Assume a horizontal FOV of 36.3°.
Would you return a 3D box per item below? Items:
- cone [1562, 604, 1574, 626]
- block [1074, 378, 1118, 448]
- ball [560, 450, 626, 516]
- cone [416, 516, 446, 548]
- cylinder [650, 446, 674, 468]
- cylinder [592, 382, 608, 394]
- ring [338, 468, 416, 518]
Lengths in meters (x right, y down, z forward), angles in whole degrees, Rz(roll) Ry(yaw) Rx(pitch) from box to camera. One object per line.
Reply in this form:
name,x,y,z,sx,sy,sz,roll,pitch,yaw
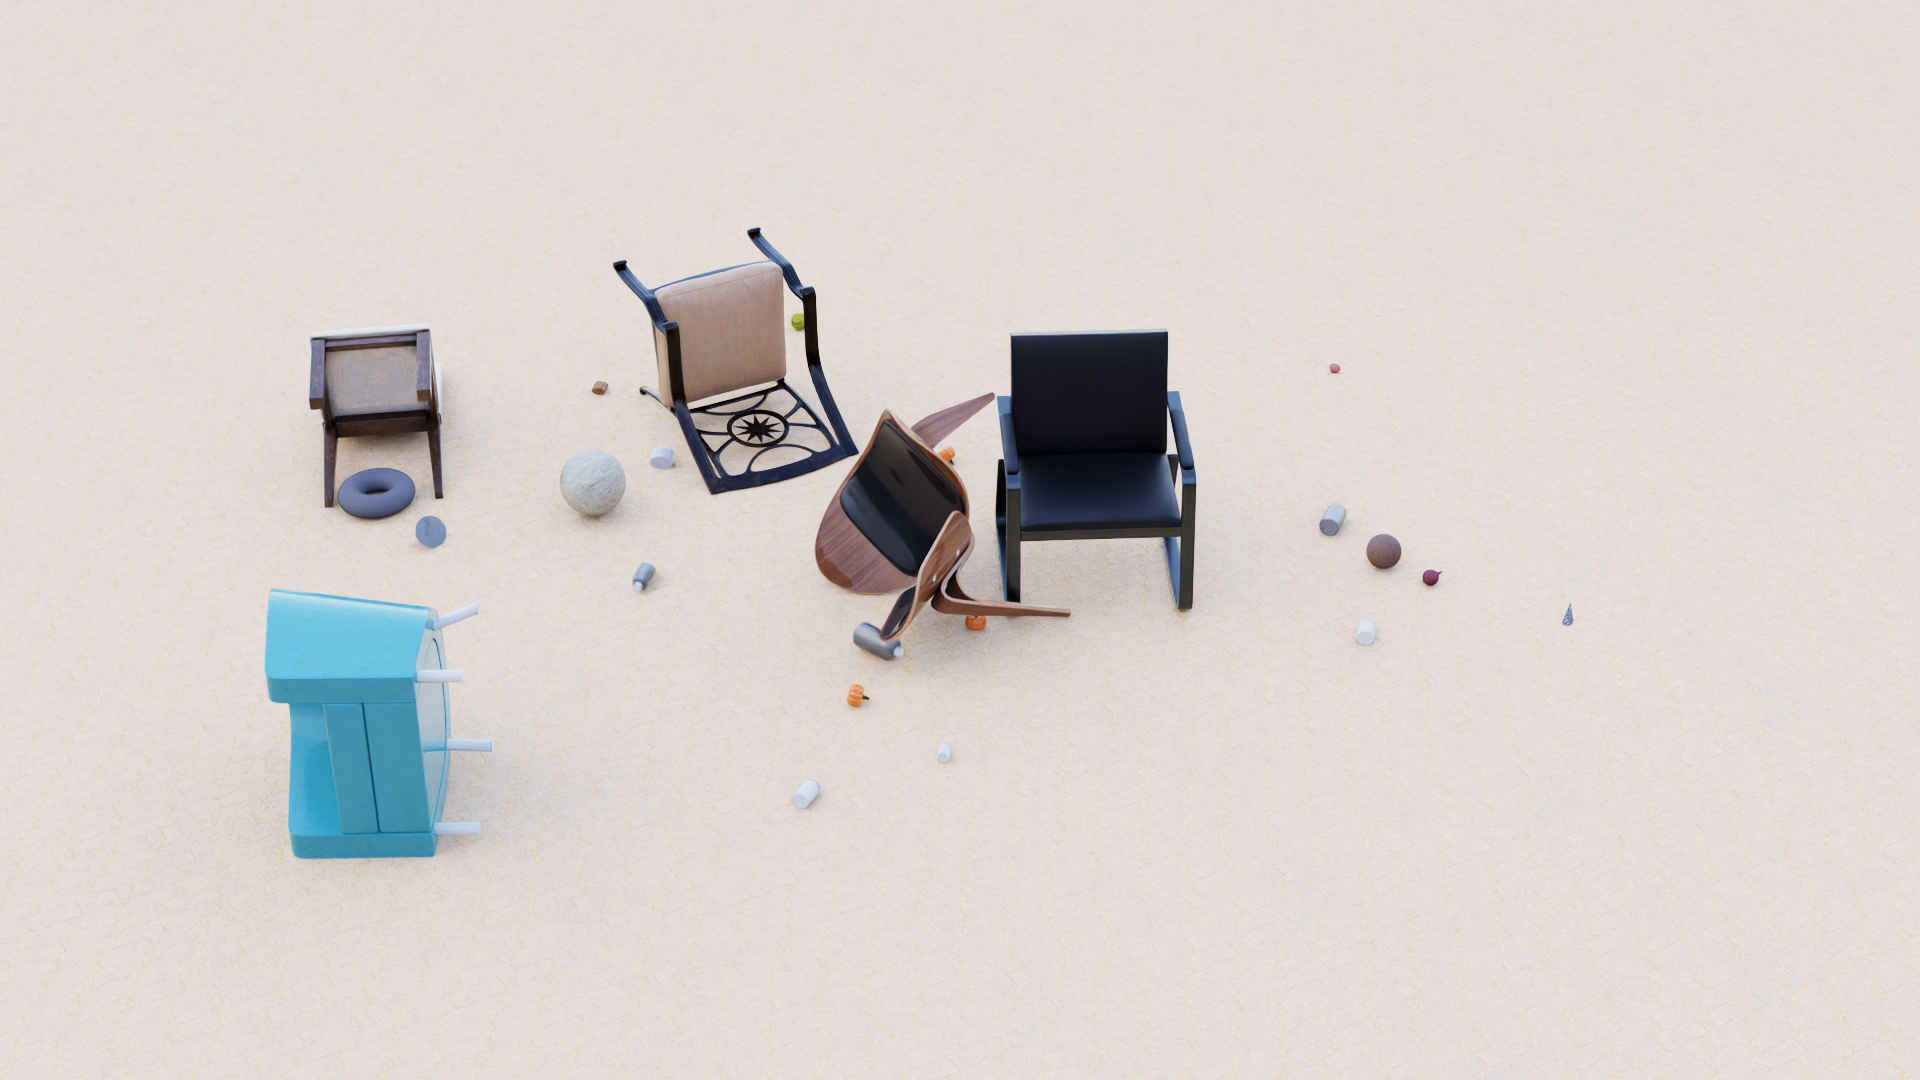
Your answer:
cone,2.177,0.257,10.476,0.038,0.087,0.058,17,37,24
block,0.537,-0.498,11.516,0.121,0.202,0.157,13,36,19
ball,-1.384,-0.216,11.046,0.249,0.249,0.249,0,33,0
cone,-2.001,-0.022,10.931,0.100,0.121,0.140,-14,-4,44
cylinder,-1.156,-0.319,11.378,0.091,0.055,0.074,1,33,1
cylinder,-1.455,-0.615,11.849,0.057,0.032,0.055,7,34,5
ring,-2.217,-0.178,11.138,0.283,0.087,0.301,24,39,30
